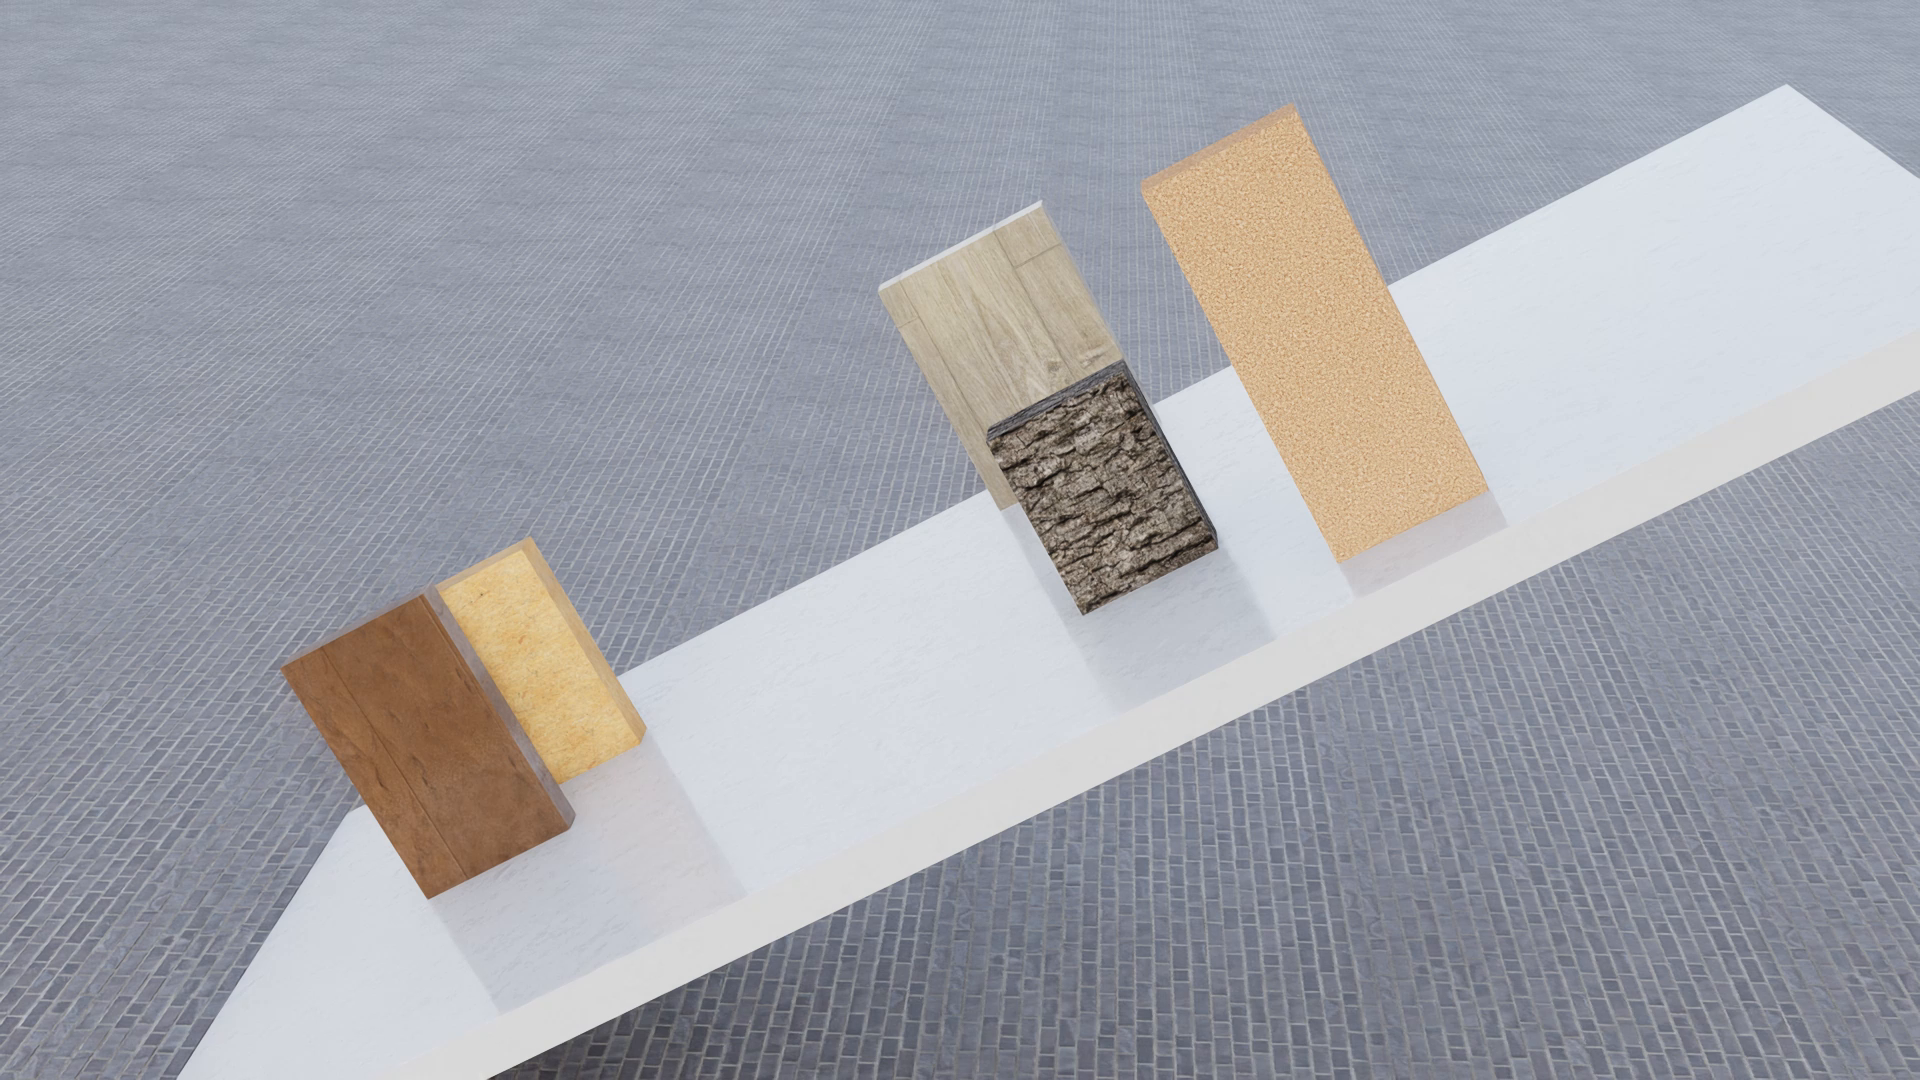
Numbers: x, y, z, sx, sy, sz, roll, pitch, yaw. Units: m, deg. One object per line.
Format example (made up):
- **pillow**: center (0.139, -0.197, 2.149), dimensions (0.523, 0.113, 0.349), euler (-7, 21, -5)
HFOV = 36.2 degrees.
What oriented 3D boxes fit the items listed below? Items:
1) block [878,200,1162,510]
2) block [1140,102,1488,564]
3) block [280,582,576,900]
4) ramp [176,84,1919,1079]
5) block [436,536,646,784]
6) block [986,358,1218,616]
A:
- **block**: center (0.143, -0.430, 6.914), dimensions (0.432, 0.602, 0.081), euler (-27, 14, 11)
- **block**: center (0.645, -0.370, 5.339), dimensions (0.306, 0.782, 0.110), euler (-27, 14, 11)
- **block**: center (-1.156, 0.442, 6.415), dimensions (0.368, 0.612, 0.083), euler (-27, 14, 11)
- **ramp**: center (0.141, 0.167, 6.282), dimensions (4.000, 0.100, 2.000), euler (-27, 14, 11)
- **block**: center (-0.978, 0.290, 6.764), dimensions (0.274, 0.529, 0.105), euler (-27, 14, 11)
- **block**: center (0.286, -0.105, 5.894), dimensions (0.306, 0.409, 0.115), euler (-27, 14, 11)
